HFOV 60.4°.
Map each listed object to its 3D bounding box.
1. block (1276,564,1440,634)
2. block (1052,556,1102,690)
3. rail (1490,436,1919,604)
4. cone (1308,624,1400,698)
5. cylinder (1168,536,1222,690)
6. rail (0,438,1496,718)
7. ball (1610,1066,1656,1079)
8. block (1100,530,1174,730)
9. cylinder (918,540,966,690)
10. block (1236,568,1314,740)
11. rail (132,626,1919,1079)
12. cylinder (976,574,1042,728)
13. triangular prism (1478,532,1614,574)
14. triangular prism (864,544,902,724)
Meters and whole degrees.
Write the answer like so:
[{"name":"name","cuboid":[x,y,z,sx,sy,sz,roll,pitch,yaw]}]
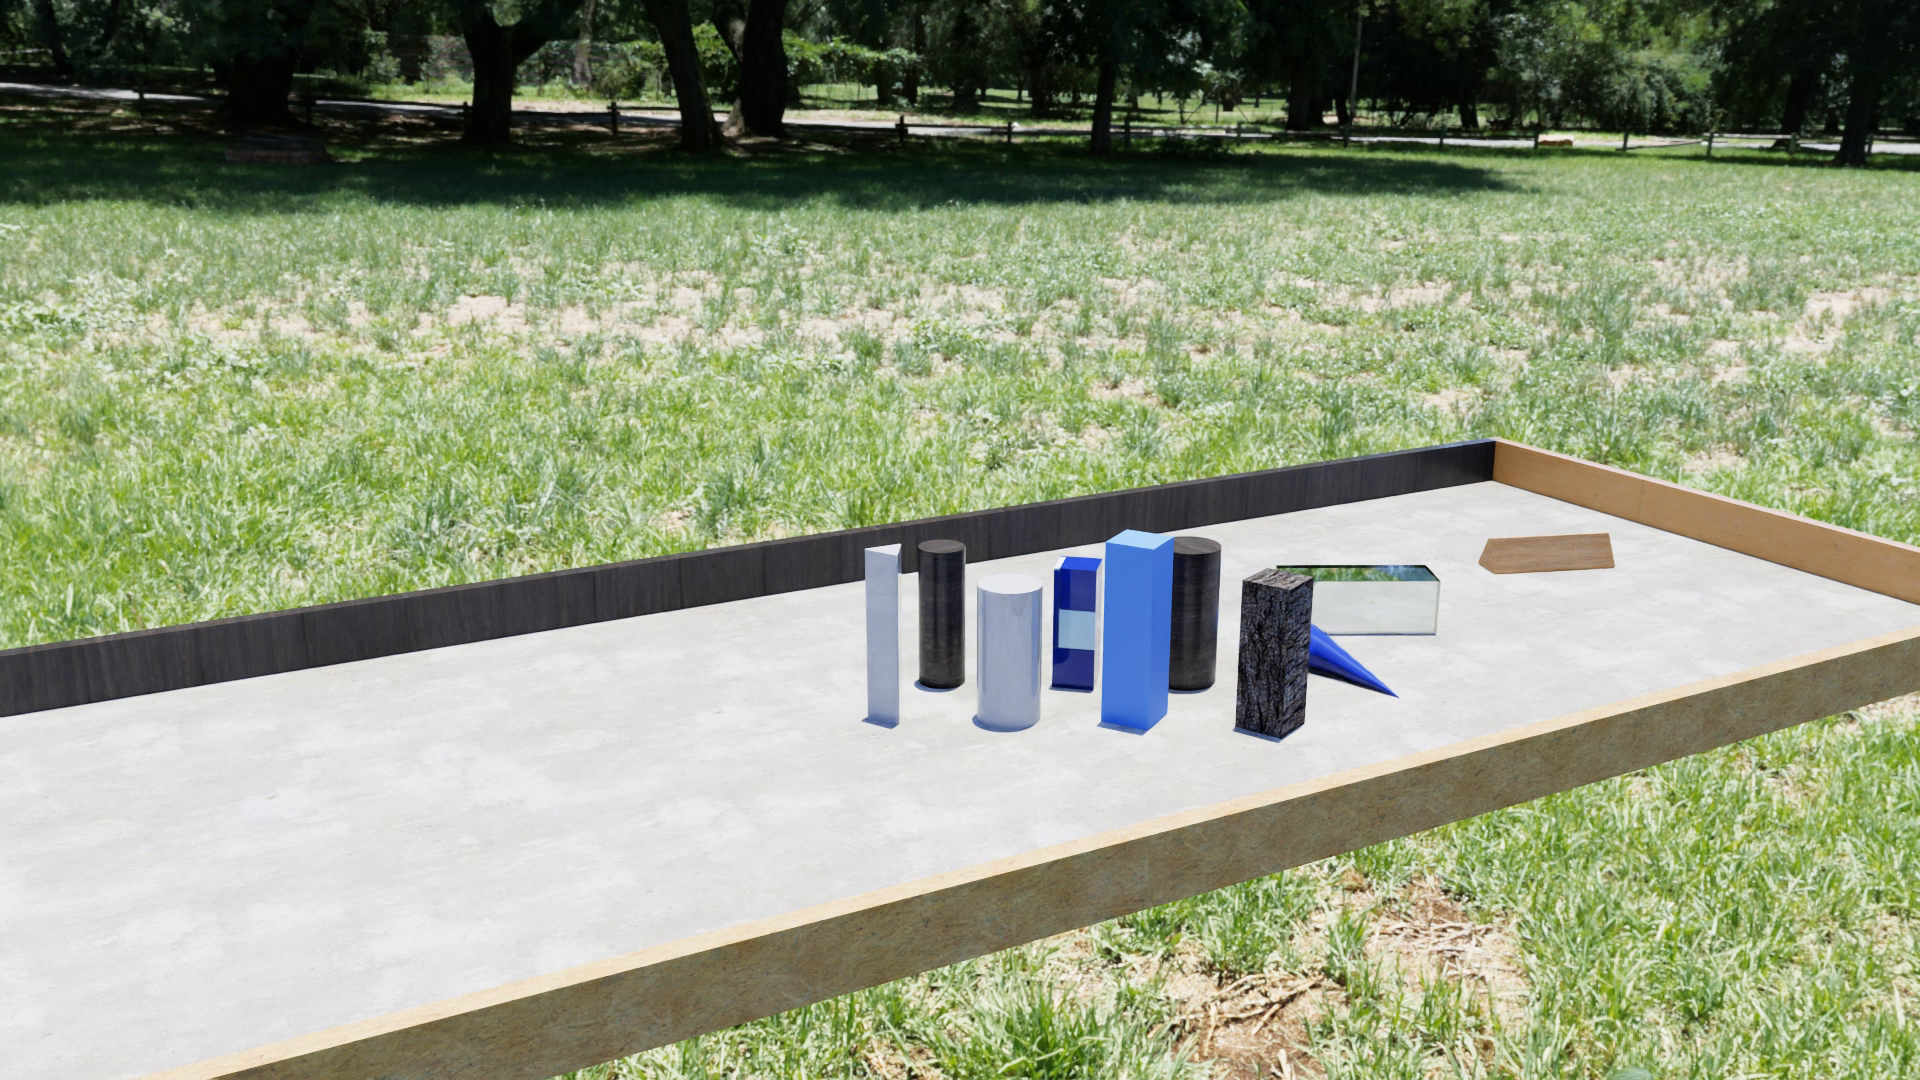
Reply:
[{"name":"block","cuboid":[1.086,0.163,4.531,0.417,0.151,0.151,0,16,0]},{"name":"block","cuboid":[0.292,0.206,4.103,0.105,0.311,0.105,4,17,12]},{"name":"rail","cuboid":[2.466,-0.048,5.253,0.050,0.150,2.100,-9,18,-27]},{"name":"cone","cuboid":[0.951,0.306,4.186,0.144,0.144,0.431,-12,30,-35]},{"name":"cylinder","cuboid":[0.564,0.182,4.110,0.159,0.353,0.159,0,16,0]},{"name":"rail","cuboid":[-3.305,0.497,3.399,12.000,0.150,0.050,-9,18,-27]},{"name":"ball","cuboid":[3.781,3.089,9.246,0.270,0.270,0.270,0,16,0]},{"name":"block","cuboid":[0.414,0.210,3.858,0.120,0.441,0.120,9,19,28]},{"name":"cylinder","cuboid":[-0.045,0.184,4.102,0.117,0.353,0.117,0,16,0]},{"name":"block","cuboid":[0.729,0.261,3.825,0.120,0.361,0.120,12,20,36]},{"name":"rail","cuboid":[-2.336,1.006,1.665,12.000,0.150,0.050,-9,18,-27]},{"name":"cylinder","cuboid":[0.116,0.260,3.880,0.153,0.332,0.153,0,16,0]},{"name":"triangular prism","cuboid":[1.806,0.031,5.068,0.393,0.096,0.111,-3,16,-9]},{"name":"triangular prism","cuboid":[-0.161,0.218,3.876,0.091,0.416,0.079,10,19,32]}]
